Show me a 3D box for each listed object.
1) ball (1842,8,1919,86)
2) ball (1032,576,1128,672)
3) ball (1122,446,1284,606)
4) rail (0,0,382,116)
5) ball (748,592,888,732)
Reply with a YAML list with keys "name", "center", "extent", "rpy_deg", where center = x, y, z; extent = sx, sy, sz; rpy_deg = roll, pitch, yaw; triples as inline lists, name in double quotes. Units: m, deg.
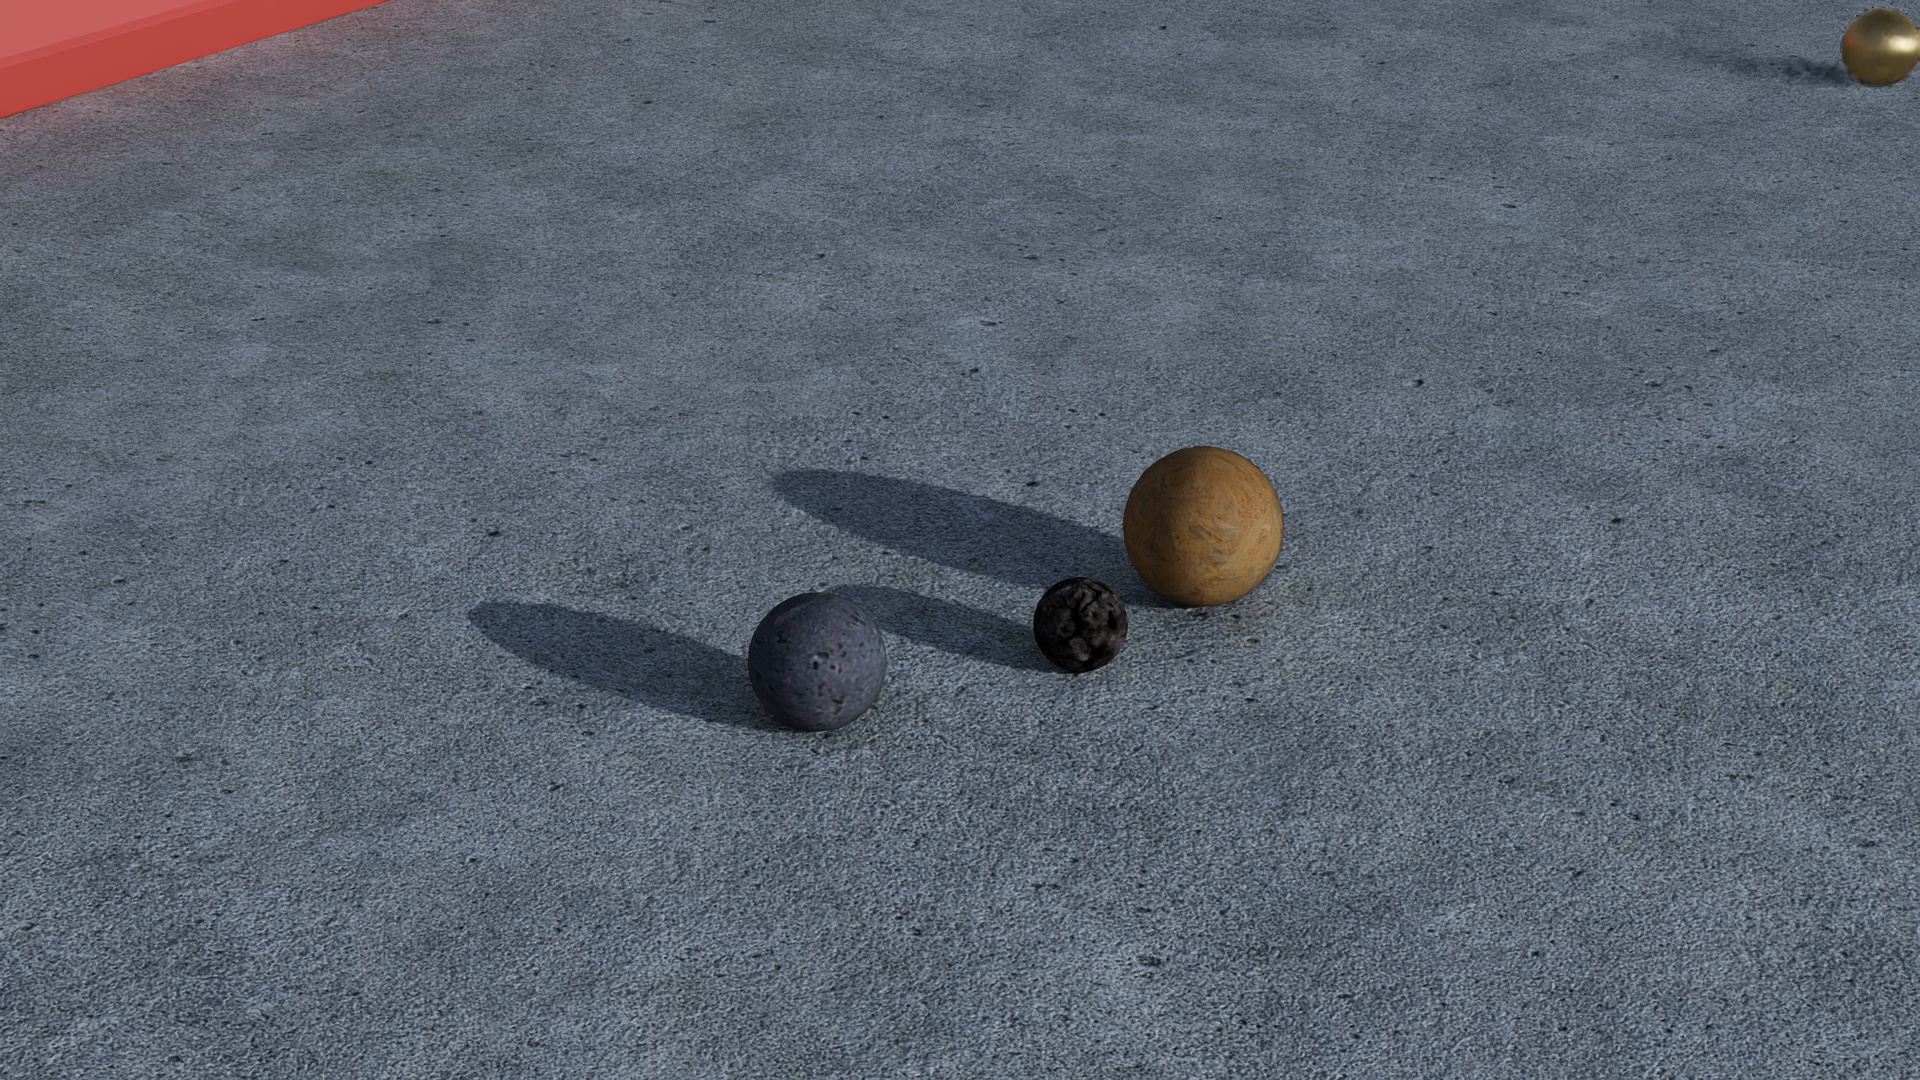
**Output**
- name: "ball"
  center: [0.802, -0.429, 2.562]
  extent: [0.067, 0.067, 0.067]
  rpy_deg: [0, 27, 0]
- name: "ball"
  center: [0.067, 0.047, 1.637]
  extent: [0.053, 0.053, 0.053]
  rpy_deg: [0, 27, 0]
- name: "ball"
  center: [0.141, -0.008, 1.702]
  extent: [0.093, 0.093, 0.093]
  rpy_deg: [0, 27, 0]
- name: "rail"
  center: [-0.249, -0.724, 3.083]
  extent: [0.045, 0.121, 4.290]
  rpy_deg: [19, 33, 33]
- name: "ball"
  center: [-0.077, 0.065, 1.577]
  extent: [0.075, 0.075, 0.075]
  rpy_deg: [0, 27, 0]
